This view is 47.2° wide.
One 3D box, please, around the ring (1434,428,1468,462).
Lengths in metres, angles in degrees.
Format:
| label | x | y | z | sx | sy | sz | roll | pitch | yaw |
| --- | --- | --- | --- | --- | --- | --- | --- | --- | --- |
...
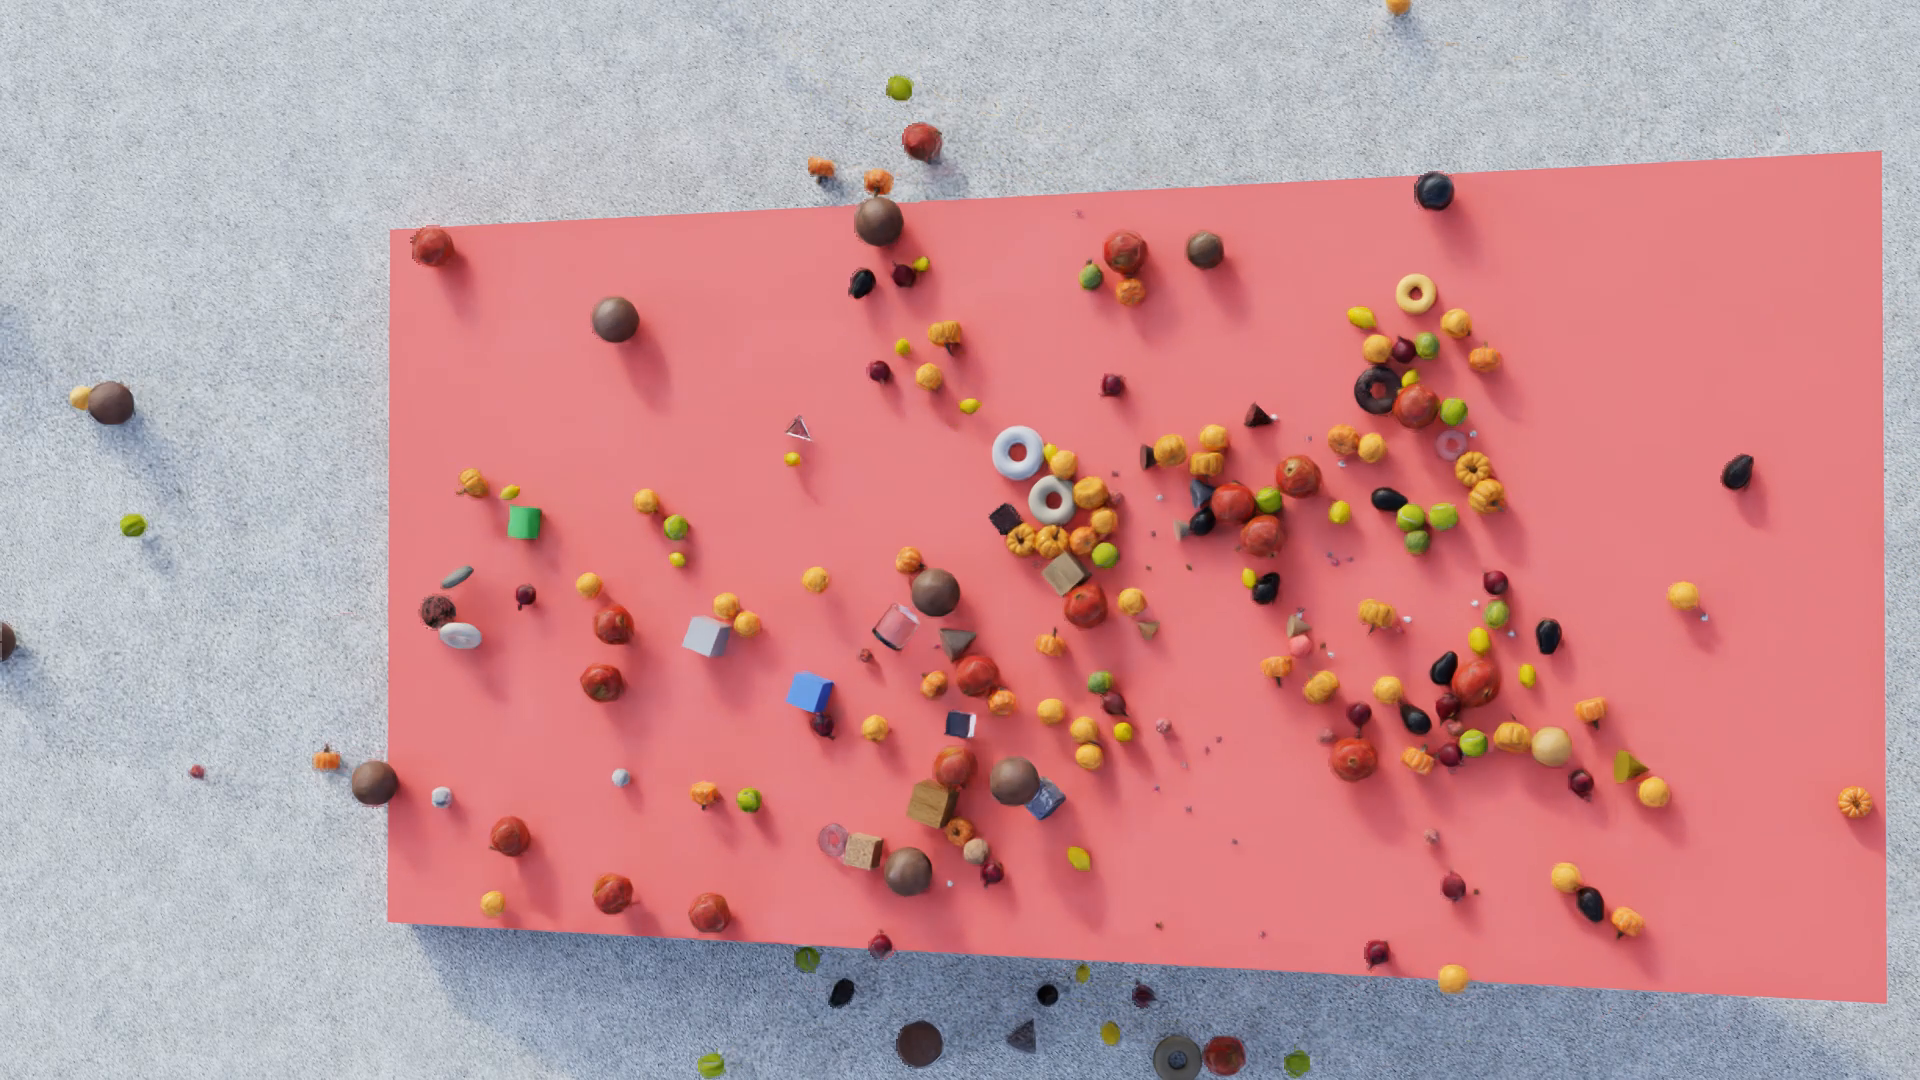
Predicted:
| label | x | y | z | sx | sy | sz | roll | pitch | yaw |
| --- | --- | --- | --- | --- | --- | --- | --- | --- | --- |
| ring | 1.217 | -0.235 | 5.445 | 0.083 | 0.028 | 0.083 | 0 | 90 | 19 |

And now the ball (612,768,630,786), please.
| label | x | y | z | sx | sy | sz | roll | pitch | yaw |
| --- | --- | --- | --- | --- | --- | --- | --- | --- | --- |
| ball | -0.938 | 0.658 | 6.094 | 0.051 | 0.051 | 0.051 | 0 | 89 | 0 |

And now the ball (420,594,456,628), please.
| label | x | y | z | sx | sy | sz | roll | pitch | yaw |
| --- | --- | --- | --- | --- | --- | --- | --- | --- | --- |
| ball | -1.482 | 0.204 | 6.246 | 0.096 | 0.096 | 0.096 | 0 | 89 | 0 |

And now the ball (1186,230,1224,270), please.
| label | x | y | z | sx | sy | sz | roll | pitch | yaw |
| --- | --- | --- | --- | --- | --- | --- | --- | --- | --- |
| ball | 0.624 | -0.738 | 5.601 | 0.097 | 0.097 | 0.097 | 0 | 89 | 0 |

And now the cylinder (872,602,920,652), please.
| label | x | y | z | sx | sy | sz | roll | pitch | yaw |
| --- | --- | --- | --- | --- | --- | --- | --- | --- | --- |
| cylinder | -0.169 | 0.231 | 5.837 | 0.093 | 0.093 | 0.093 | 37 | 98 | 0 |

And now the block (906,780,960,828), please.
| label | x | y | z | sx | sy | sz | roll | pitch | yaw |
| --- | --- | --- | --- | --- | --- | --- | --- | --- | --- |
| block | -0.072 | 0.696 | 5.799 | 0.096 | 0.096 | 0.096 | 18 | 95 | 17 |

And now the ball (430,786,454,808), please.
| label | x | y | z | sx | sy | sz | roll | pitch | yaw |
| --- | --- | --- | --- | --- | --- | --- | --- | --- | --- |
| ball | -1.473 | 0.732 | 6.254 | 0.062 | 0.062 | 0.062 | 0 | 89 | 0 |

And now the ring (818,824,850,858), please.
| label | x | y | z | sx | sy | sz | roll | pitch | yaw |
| --- | --- | --- | --- | --- | --- | --- | --- | --- | --- |
| ring | -0.338 | 0.807 | 5.915 | 0.093 | 0.031 | 0.093 | 0 | 90 | 19 |

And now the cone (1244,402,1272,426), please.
| label | x | y | z | sx | sy | sz | roll | pitch | yaw |
| --- | --- | --- | --- | --- | --- | --- | --- | --- | --- |
| cone | 0.768 | -0.308 | 5.585 | 0.067 | 0.067 | 0.067 | 18 | 89 | -10 |

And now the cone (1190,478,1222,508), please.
| label | x | y | z | sx | sy | sz | roll | pitch | yaw |
| --- | --- | --- | --- | --- | --- | --- | --- | --- | --- |
| cone | 0.637 | -0.123 | 5.621 | 0.077 | 0.077 | 0.077 | -6 | 89 | -9 |

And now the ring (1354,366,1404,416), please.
| label | x | y | z | sx | sy | sz | roll | pitch | yaw |
| --- | --- | --- | --- | --- | --- | --- | --- | --- | --- |
| ring | 1.046 | -0.373 | 5.494 | 0.122 | 0.041 | 0.122 | 0 | 90 | 16 |

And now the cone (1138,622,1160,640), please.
| label | x | y | z | sx | sy | sz | roll | pitch | yaw |
| --- | --- | --- | --- | --- | --- | --- | --- | --- | --- |
| cone | 0.496 | 0.223 | 5.665 | 0.056 | 0.056 | 0.056 | -27 | 89 | -20 |

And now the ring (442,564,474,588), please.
| label | x | y | z | sx | sy | sz | roll | pitch | yaw |
| --- | --- | --- | --- | --- | --- | --- | --- | --- | --- |
| ring | -1.416 | 0.104 | 6.202 | 0.097 | 0.097 | 0.032 | -33 | 99 | 0 |

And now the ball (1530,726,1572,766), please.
| label | x | y | z | sx | sy | sz | roll | pitch | yaw |
| --- | --- | --- | --- | --- | --- | --- | --- | --- | --- |
| ball | 1.434 | 0.501 | 5.330 | 0.098 | 0.098 | 0.098 | 0 | 89 | 0 |

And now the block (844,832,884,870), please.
| label | x | y | z | sx | sy | sz | roll | pitch | yaw |
| --- | --- | --- | --- | --- | --- | --- | --- | --- | --- |
| block | -0.256 | 0.830 | 5.865 | 0.076 | 0.076 | 0.076 | 11 | 92 | 17 |

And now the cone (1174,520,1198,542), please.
| label | x | y | z | sx | sy | sz | roll | pitch | yaw |
| --- | --- | --- | --- | --- | --- | --- | --- | --- | --- |
| cone | 0.585 | -0.027 | 5.640 | 0.058 | 0.058 | 0.058 | -8 | 89 | -10 |

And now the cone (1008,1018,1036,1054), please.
| label | x | y | z | sx | sy | sz | roll | pitch | yaw |
| --- | --- | --- | --- | --- | --- | --- | --- | --- | --- |
| cone | 0.198 | 1.432 | 6.406 | 0.092 | 0.092 | 0.092 | 27 | 63 | 0 |

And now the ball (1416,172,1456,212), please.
| label | x | y | z | sx | sy | sz | roll | pitch | yaw |
| --- | --- | --- | --- | --- | --- | --- | --- | --- | --- |
| ball | 1.174 | -0.859 | 5.432 | 0.096 | 0.096 | 0.096 | 0 | 89 | 0 |

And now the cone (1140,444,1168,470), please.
| label | x | y | z | sx | sy | sz | roll | pitch | yaw |
| --- | --- | --- | --- | --- | --- | --- | --- | --- | --- |
| cone | 0.506 | -0.215 | 5.665 | 0.069 | 0.069 | 0.069 | -1 | 89 | -9 |

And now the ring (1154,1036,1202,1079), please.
| label | x | y | z | sx | sy | sz | roll | pitch | yaw |
| --- | --- | --- | --- | --- | --- | --- | --- | --- | --- |
| ring | 0.634 | 1.514 | 6.403 | 0.143 | 0.048 | 0.143 | 0 | 88 | 0 |

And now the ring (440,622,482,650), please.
| label | x | y | z | sx | sy | sz | roll | pitch | yaw |
| --- | --- | --- | --- | --- | --- | --- | --- | --- | --- |
| ring | -1.410 | 0.270 | 6.211 | 0.118 | 0.118 | 0.039 | 4 | 58 | 0 |

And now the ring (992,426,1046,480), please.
| label | x | y | z | sx | sy | sz | roll | pitch | yaw |
| --- | --- | --- | --- | --- | --- | --- | --- | --- | --- |
| ring | 0.154 | -0.228 | 5.767 | 0.145 | 0.048 | 0.145 | -1 | 88 | 17 |

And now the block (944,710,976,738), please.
| label | x | y | z | sx | sy | sz | roll | pitch | yaw |
| --- | --- | --- | --- | --- | --- | --- | --- | --- | --- |
| block | 0.001 | 0.486 | 5.797 | 0.061 | 0.061 | 0.061 | 8 | 92 | 17 |

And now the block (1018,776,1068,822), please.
| label | x | y | z | sx | sy | sz | roll | pitch | yaw |
| --- | --- | --- | --- | --- | --- | --- | --- | --- | --- |
| block | 0.215 | 0.672 | 5.717 | 0.078 | 0.078 | 0.078 | 44 | 101 | 16 |

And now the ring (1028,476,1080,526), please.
| label | x | y | z | sx | sy | sz | roll | pitch | yaw |
| --- | --- | --- | --- | --- | --- | --- | --- | --- | --- |
| ring | 0.245 | -0.102 | 5.738 | 0.136 | 0.045 | 0.136 | 0 | 90 | 16 |

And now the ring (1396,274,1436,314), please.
| label | x | y | z | sx | sy | sz | roll | pitch | yaw |
| --- | --- | --- | --- | --- | --- | --- | --- | --- | --- |
| ring | 1.135 | -0.612 | 5.473 | 0.101 | 0.034 | 0.101 | 0 | 90 | 17 |

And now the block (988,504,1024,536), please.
| label | x | y | z | sx | sy | sz | roll | pitch | yaw |
| --- | --- | --- | --- | --- | --- | --- | --- | --- | --- |
| block | 0.122 | -0.054 | 5.768 | 0.060 | 0.060 | 0.060 | -38 | 79 | 13 |

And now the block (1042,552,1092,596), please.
| label | x | y | z | sx | sy | sz | roll | pitch | yaw |
| --- | --- | --- | --- | --- | --- | --- | --- | --- | --- |
| block | 0.277 | 0.088 | 5.705 | 0.084 | 0.084 | 0.084 | -42 | 78 | 12 |

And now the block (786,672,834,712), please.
| label | x | y | z | sx | sy | sz | roll | pitch | yaw |
| --- | --- | --- | --- | --- | --- | --- | --- | --- | --- |
| block | -0.404 | 0.409 | 5.913 | 0.084 | 0.084 | 0.084 | 20 | 95 | 17 |

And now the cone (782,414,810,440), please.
| label | x | y | z | sx | sy | sz | roll | pitch | yaw |
| --- | --- | --- | --- | --- | --- | --- | --- | --- | --- |
| cone | -0.430 | -0.293 | 5.958 | 0.072 | 0.072 | 0.072 | 41 | 89 | -13 |

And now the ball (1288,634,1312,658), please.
| label | x | y | z | sx | sy | sz | roll | pitch | yaw |
| --- | --- | --- | --- | --- | --- | --- | --- | --- | --- |
| ball | 0.857 | 0.268 | 5.533 | 0.060 | 0.060 | 0.060 | 0 | 89 | 0 |

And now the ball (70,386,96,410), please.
| label | x | y | z | sx | sy | sz | roll | pitch | yaw |
| --- | --- | --- | --- | --- | --- | --- | --- | --- | --- |
| ball | -2.561 | -0.414 | 6.418 | 0.070 | 0.070 | 0.070 | 0 | 89 | 0 |

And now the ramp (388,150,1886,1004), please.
| label | x | y | z | sx | sy | sz | roll | pitch | yaw |
| --- | --- | --- | --- | --- | --- | --- | --- | --- | --- |
| ramp | 0.274 | 0.094 | 5.802 | 4.000 | 0.100 | 2.000 | 0 | 89 | 17 |

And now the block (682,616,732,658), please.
| label | x | y | z | sx | sy | sz | roll | pitch | yaw |
| --- | --- | --- | --- | --- | --- | --- | --- | --- | --- |
| block | -0.690 | 0.263 | 6.003 | 0.086 | 0.086 | 0.086 | 21 | 95 | 17 |

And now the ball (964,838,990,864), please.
| label | x | y | z | sx | sy | sz | roll | pitch | yaw |
| --- | --- | --- | --- | --- | --- | --- | --- | --- | --- |
| ball | 0.043 | 0.818 | 5.775 | 0.069 | 0.069 | 0.069 | 0 | 89 | 0 |
